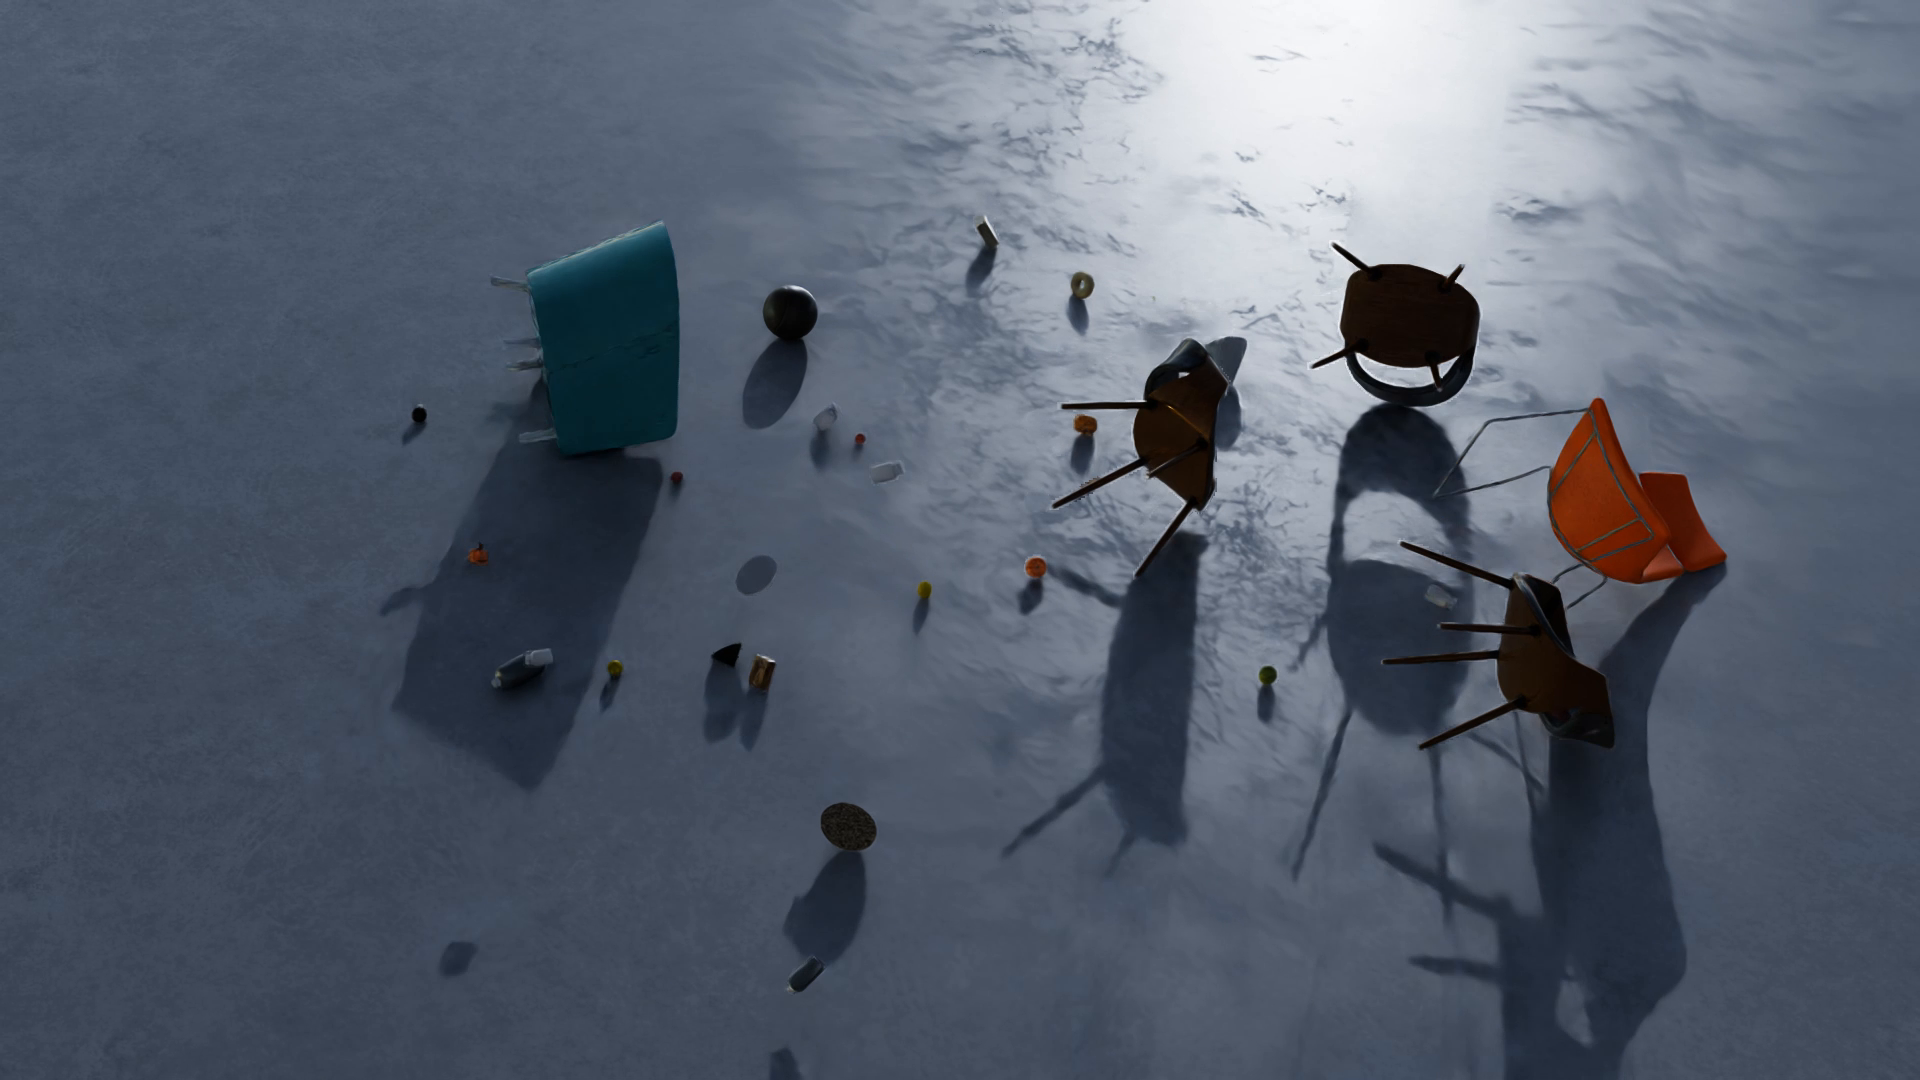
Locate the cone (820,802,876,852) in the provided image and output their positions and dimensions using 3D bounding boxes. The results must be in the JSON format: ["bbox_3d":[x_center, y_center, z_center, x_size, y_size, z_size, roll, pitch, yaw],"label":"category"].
[{"bbox_3d":[-0.348,0.897,9.424,0.188,0.181,0.094,39,30,-9],"label":"cone"}]

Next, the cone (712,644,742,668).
[{"bbox_3d":[-0.805,0.417,10.273,0.119,0.067,0.107,-26,-12,17],"label":"cone"}]

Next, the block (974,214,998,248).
[{"bbox_3d":[0.117,-1.356,12.876,0.049,0.119,0.109,-28,25,9],"label":"block"}]

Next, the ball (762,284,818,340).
[{"bbox_3d":[-0.704,-0.945,12.171,0.228,0.228,0.228,0,33,0],"label":"ball"}]

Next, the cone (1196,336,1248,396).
[{"bbox_3d":[1.071,-0.672,11.882,0.238,0.158,0.234,-25,50,29],"label":"cone"}]

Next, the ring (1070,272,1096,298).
[{"bbox_3d":[0.522,-1.089,12.501,0.038,0.115,0.154,14,7,-41],"label":"ring"}]

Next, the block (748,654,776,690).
[{"bbox_3d":[-0.686,0.458,10.146,0.066,0.102,0.038,24,11,42],"label":"block"}]

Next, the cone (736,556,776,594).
[{"bbox_3d":[-0.756,0.121,10.499,0.170,0.117,0.168,-41,15,-16],"label":"cone"}]
